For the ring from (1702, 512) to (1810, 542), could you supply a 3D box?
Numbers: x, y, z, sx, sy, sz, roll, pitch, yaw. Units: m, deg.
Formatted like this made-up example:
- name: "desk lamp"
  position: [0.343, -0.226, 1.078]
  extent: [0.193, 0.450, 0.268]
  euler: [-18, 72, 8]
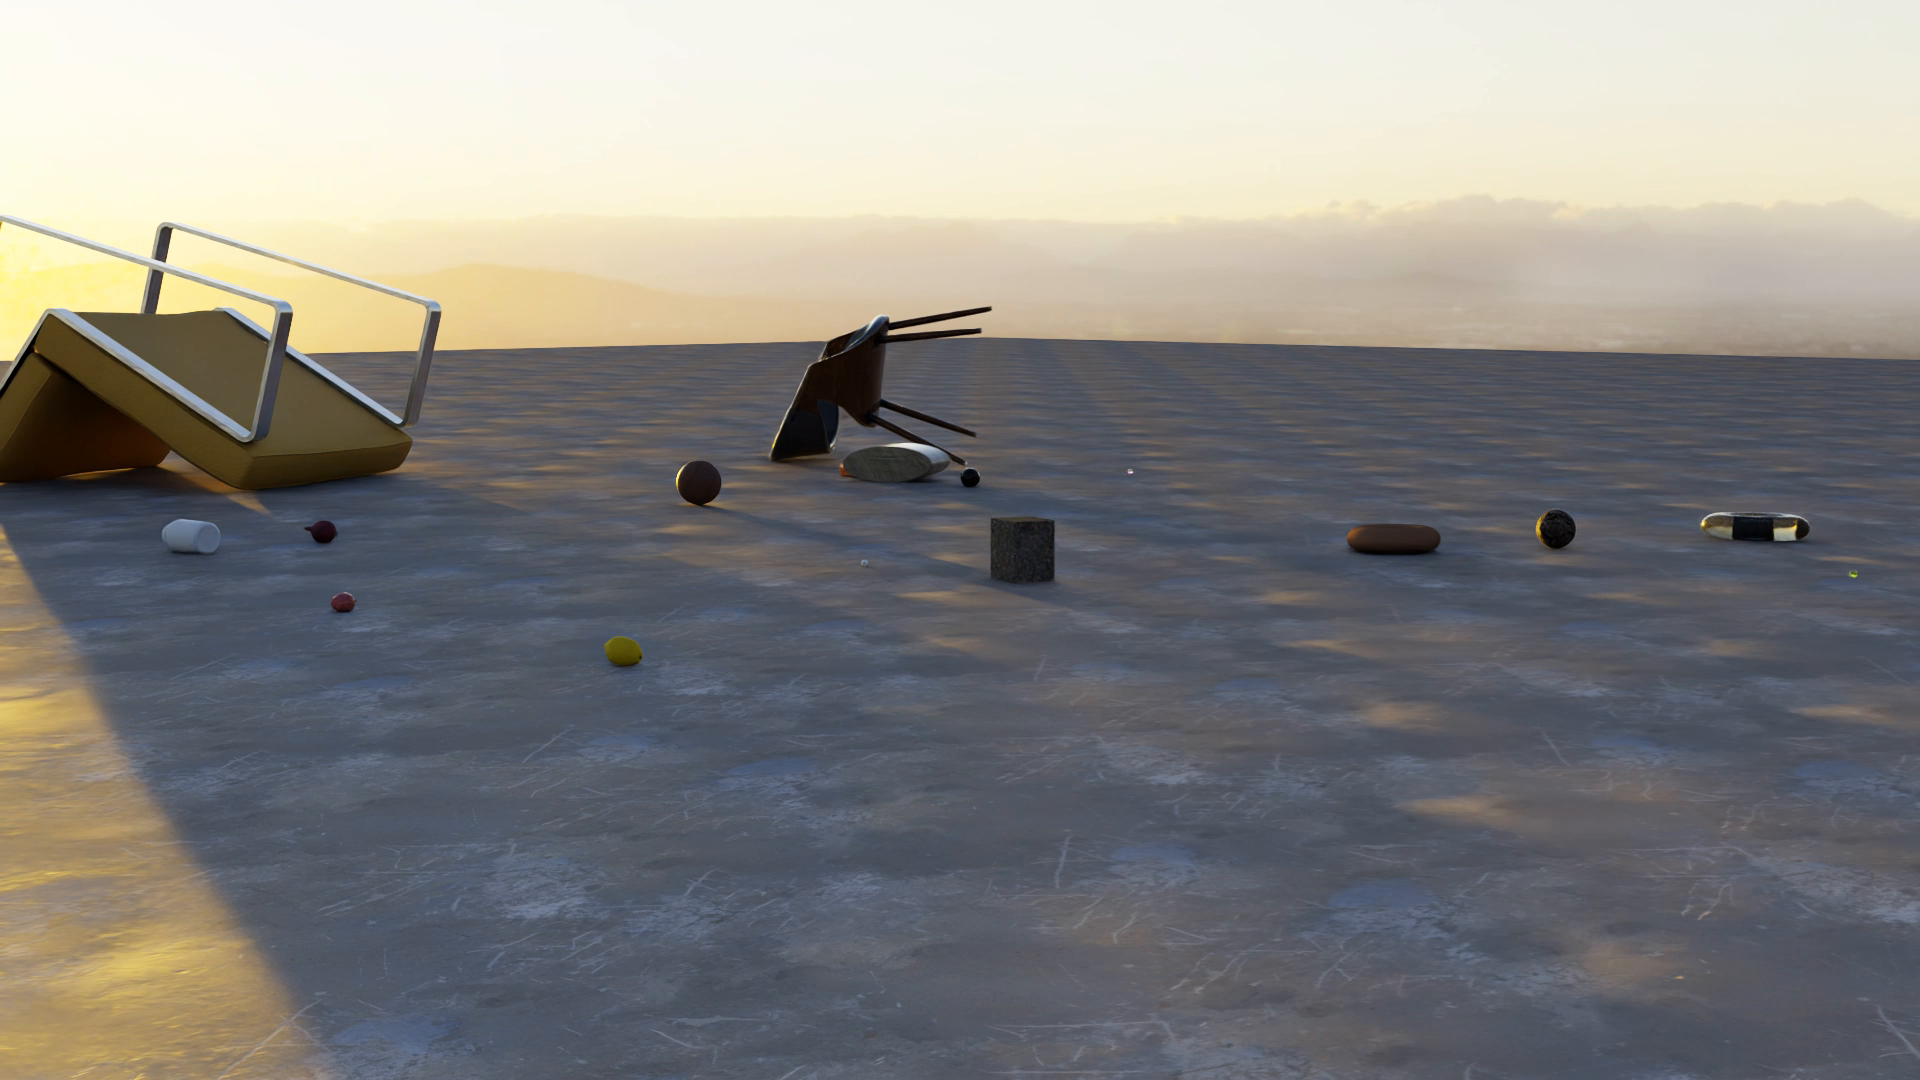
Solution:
- name: "ring"
  position: [1.996, -0.034, 6.440]
  extent: [0.270, 0.062, 0.144]
  euler: [3, 8, 34]

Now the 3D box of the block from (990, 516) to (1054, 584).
- name: "block"
  position: [0.136, 0.021, 5.567]
  extent: [0.099, 0.132, 0.109]
  euler: [-3, 7, -26]

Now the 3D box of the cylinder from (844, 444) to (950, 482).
- name: "cylinder"
  position: [-0.205, -0.250, 8.283]
  extent: [0.308, 0.114, 0.163]
  euler: [1, 6, 21]

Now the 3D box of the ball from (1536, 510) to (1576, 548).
- name: "ball"
  position: [1.444, -0.026, 6.214]
  extent: [0.093, 0.093, 0.093]
  euler: [0, 6, 0]

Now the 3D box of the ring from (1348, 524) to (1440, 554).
- name: "ring"
  position: [1.041, -0.004, 6.159]
  extent: [0.222, 0.060, 0.230]
  euler: [2, 5, 27]
